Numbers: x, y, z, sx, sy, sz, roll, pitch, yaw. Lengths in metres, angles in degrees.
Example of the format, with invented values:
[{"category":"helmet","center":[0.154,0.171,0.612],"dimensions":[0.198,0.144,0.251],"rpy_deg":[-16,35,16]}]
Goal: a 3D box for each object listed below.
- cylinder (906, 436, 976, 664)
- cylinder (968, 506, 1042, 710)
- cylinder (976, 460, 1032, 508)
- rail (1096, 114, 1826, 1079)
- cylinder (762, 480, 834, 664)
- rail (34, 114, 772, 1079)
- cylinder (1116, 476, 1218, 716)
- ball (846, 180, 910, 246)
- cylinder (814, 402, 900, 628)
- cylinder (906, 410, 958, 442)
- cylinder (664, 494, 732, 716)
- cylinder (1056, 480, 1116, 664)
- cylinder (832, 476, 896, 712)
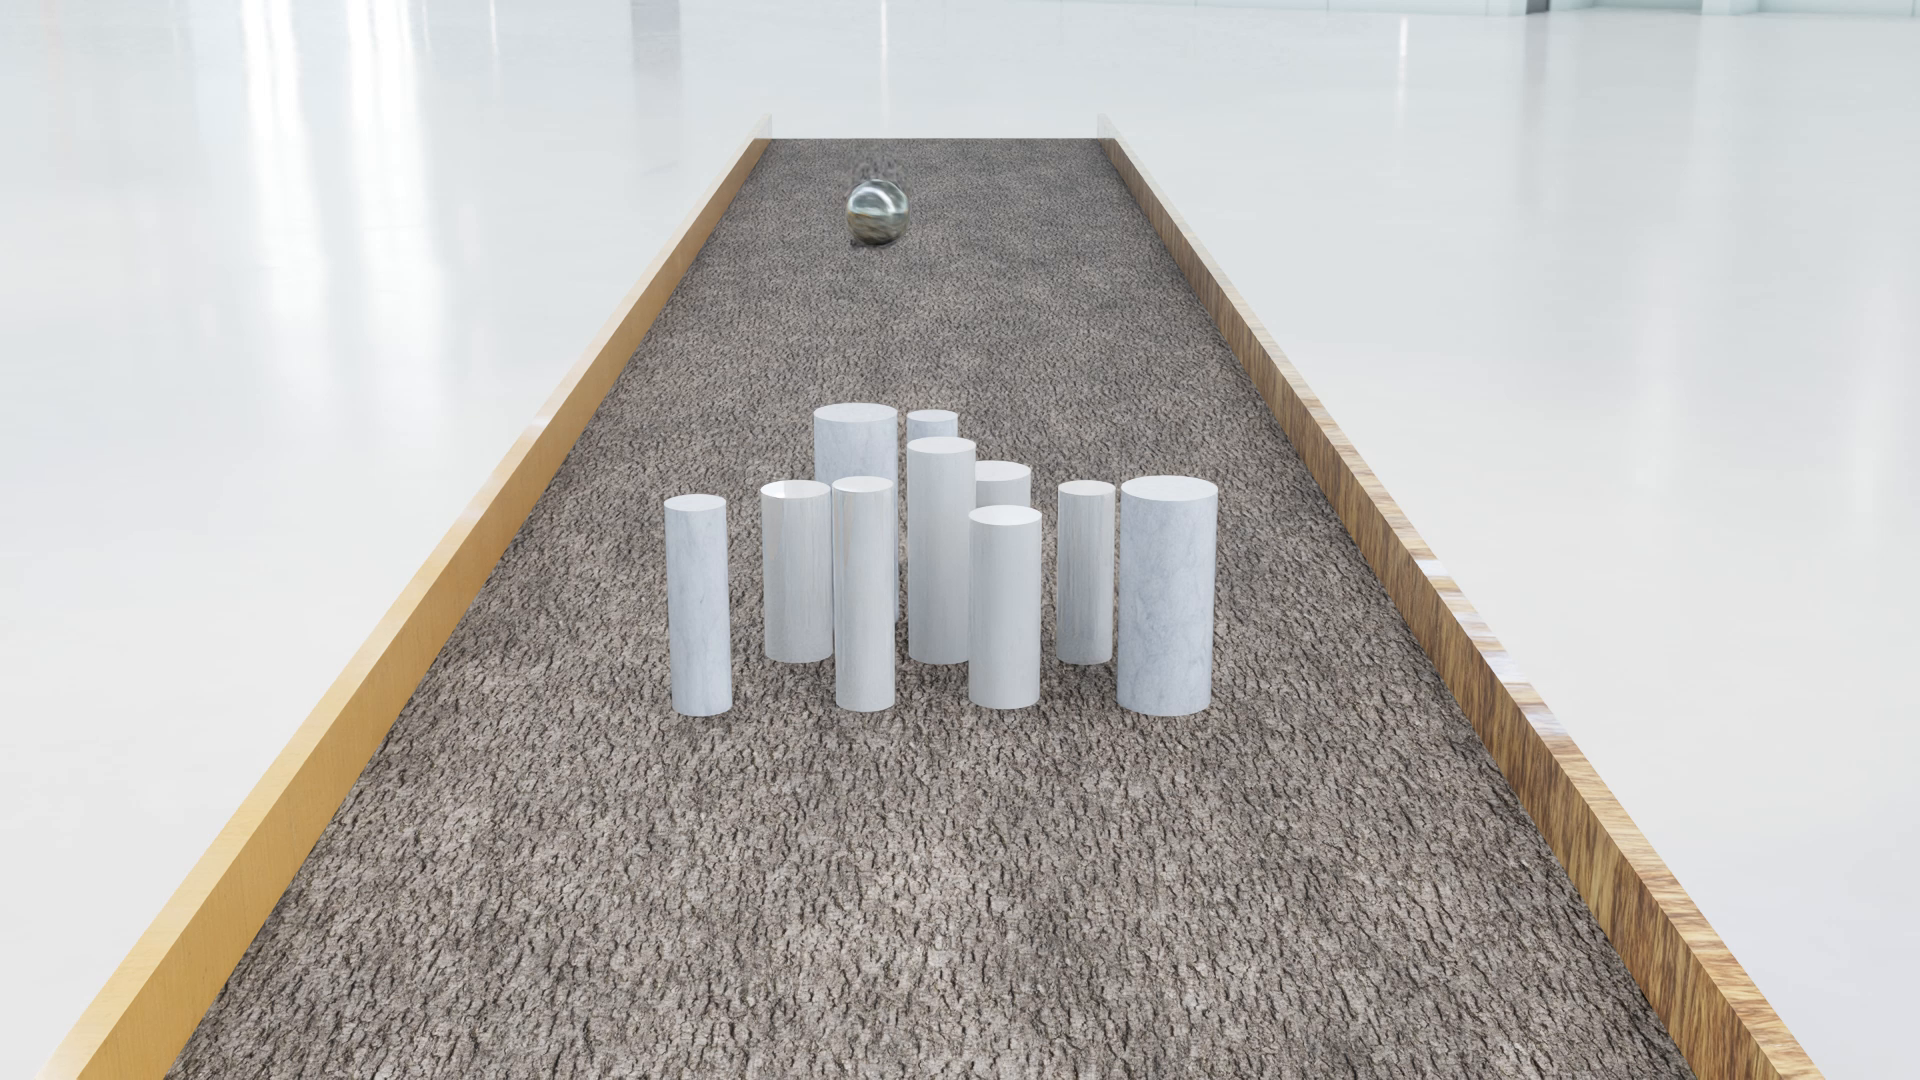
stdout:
[{"category":"cylinder","center":[-0.036,0.021,4.392],"dimensions":[0.136,0.435,0.136],"rpy_deg":[0,17,0]},{"category":"cylinder","center":[0.085,0.127,4.166],"dimensions":[0.137,0.362,0.137],"rpy_deg":[0,17,0]},{"category":"cylinder","center":[0.066,0.005,4.657],"dimensions":[0.167,0.315,0.167],"rpy_deg":[0,17,0]},{"category":"rail","center":[0.932,-0.844,7.801],"dimensions":[0.050,0.150,12.000],"rpy_deg":[0,17,-1]},{"category":"cylinder","center":[-0.326,0.063,4.414],"dimensions":[0.138,0.342,0.138],"rpy_deg":[0,17,0]},{"category":"rail","center":[-1.118,-0.838,7.780],"dimensions":[0.050,0.150,12.000],"rpy_deg":[0,17,-1]},{"category":"cylinder","center":[0.389,0.104,4.144],"dimensions":[0.180,0.418,0.180],"rpy_deg":[0,17,0]},{"category":"ball","center":[-0.354,-1.412,9.487],"dimensions":[0.278,0.278,0.278],"rpy_deg":[0,17,0]},{"category":"cylinder","center":[-0.216,-0.050,4.614],"dimensions":[0.174,0.446,0.174],"rpy_deg":[0,17,0]},{"category":"cylinder","center":[-0.061,-0.094,4.885],"dimensions":[0.112,0.375,0.112],"rpy_deg":[0,17,0]},{"category":"cylinder","center":[-0.489,0.122,4.115],"dimensions":[0.114,0.400,0.114],"rpy_deg":[0,17,0]},{"category":"cylinder","center":[0.251,0.065,4.393],"dimensions":[0.114,0.351,0.114],"rpy_deg":[0,17,0]},{"category":"cylinder","center":[-0.180,0.102,4.132],"dimensions":[0.113,0.429,0.113],"rpy_deg":[0,17,0]}]
